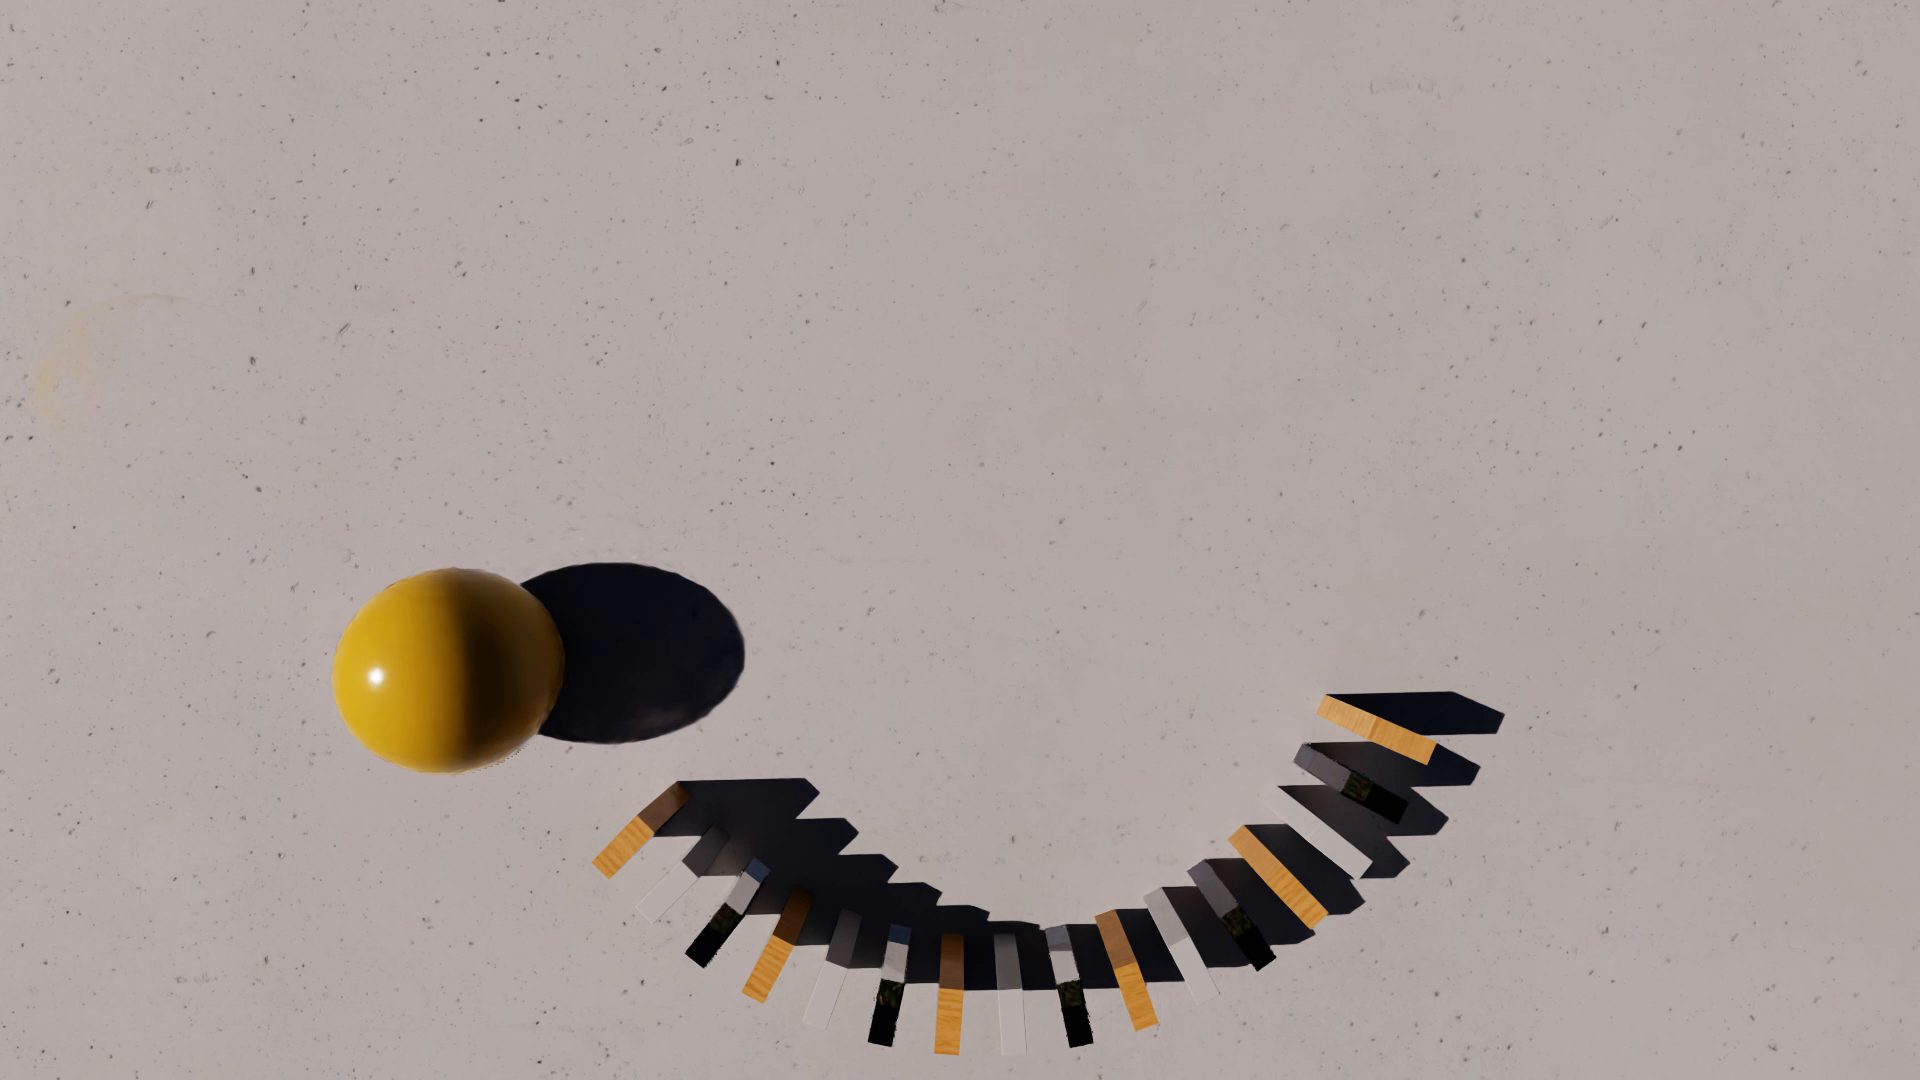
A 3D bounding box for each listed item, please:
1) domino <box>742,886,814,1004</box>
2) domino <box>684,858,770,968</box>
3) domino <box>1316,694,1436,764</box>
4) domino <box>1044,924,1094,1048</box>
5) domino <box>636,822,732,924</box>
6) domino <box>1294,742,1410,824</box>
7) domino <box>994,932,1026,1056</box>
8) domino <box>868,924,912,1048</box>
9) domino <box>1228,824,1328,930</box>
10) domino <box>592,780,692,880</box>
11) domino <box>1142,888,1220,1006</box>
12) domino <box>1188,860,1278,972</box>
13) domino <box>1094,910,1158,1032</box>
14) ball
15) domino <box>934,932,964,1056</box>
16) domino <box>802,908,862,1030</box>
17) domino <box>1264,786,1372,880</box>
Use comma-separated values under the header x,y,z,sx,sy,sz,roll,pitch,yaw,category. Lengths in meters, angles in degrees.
x,y,z,sx,sy,sz,roll,pitch,yaw,category
-0.073,0.164,0.375,0.010,0.050,0.025,28,90,0,domino
-0.094,0.151,0.375,0.009,0.050,0.025,38,90,0,domino
0.169,0.077,0.375,0.025,0.050,0.009,24,90,0,domino
0.044,0.181,0.375,0.009,0.050,0.025,-12,90,0,domino
-0.112,0.135,0.375,0.025,0.050,0.009,-45,90,0,domino
0.158,0.099,0.375,0.025,0.050,0.009,28,90,0,domino
0.020,0.184,0.375,0.009,0.050,0.025,-4,90,0,domino
-0.028,0.181,0.375,0.009,0.050,0.025,12,90,0,domino
0.129,0.137,0.375,0.009,0.050,0.025,-44,90,0,domino
-0.129,0.117,0.375,0.009,0.050,0.025,44,90,0,domino
0.089,0.165,0.375,0.009,0.050,0.025,-28,90,0,domino
0.110,0.152,0.375,0.010,0.050,0.025,-36,90,0,domino
0.067,0.174,0.375,0.010,0.050,0.025,-20,90,0,domino
-0.199,0.051,0.360,0.080,0.080,0.080,0,90,0,ball
-0.004,0.184,0.375,0.009,0.050,0.025,4,90,0,domino
-0.051,0.174,0.375,0.010,0.050,0.025,20,90,0,domino
0.145,0.119,0.375,0.025,0.050,0.009,39,90,0,domino
